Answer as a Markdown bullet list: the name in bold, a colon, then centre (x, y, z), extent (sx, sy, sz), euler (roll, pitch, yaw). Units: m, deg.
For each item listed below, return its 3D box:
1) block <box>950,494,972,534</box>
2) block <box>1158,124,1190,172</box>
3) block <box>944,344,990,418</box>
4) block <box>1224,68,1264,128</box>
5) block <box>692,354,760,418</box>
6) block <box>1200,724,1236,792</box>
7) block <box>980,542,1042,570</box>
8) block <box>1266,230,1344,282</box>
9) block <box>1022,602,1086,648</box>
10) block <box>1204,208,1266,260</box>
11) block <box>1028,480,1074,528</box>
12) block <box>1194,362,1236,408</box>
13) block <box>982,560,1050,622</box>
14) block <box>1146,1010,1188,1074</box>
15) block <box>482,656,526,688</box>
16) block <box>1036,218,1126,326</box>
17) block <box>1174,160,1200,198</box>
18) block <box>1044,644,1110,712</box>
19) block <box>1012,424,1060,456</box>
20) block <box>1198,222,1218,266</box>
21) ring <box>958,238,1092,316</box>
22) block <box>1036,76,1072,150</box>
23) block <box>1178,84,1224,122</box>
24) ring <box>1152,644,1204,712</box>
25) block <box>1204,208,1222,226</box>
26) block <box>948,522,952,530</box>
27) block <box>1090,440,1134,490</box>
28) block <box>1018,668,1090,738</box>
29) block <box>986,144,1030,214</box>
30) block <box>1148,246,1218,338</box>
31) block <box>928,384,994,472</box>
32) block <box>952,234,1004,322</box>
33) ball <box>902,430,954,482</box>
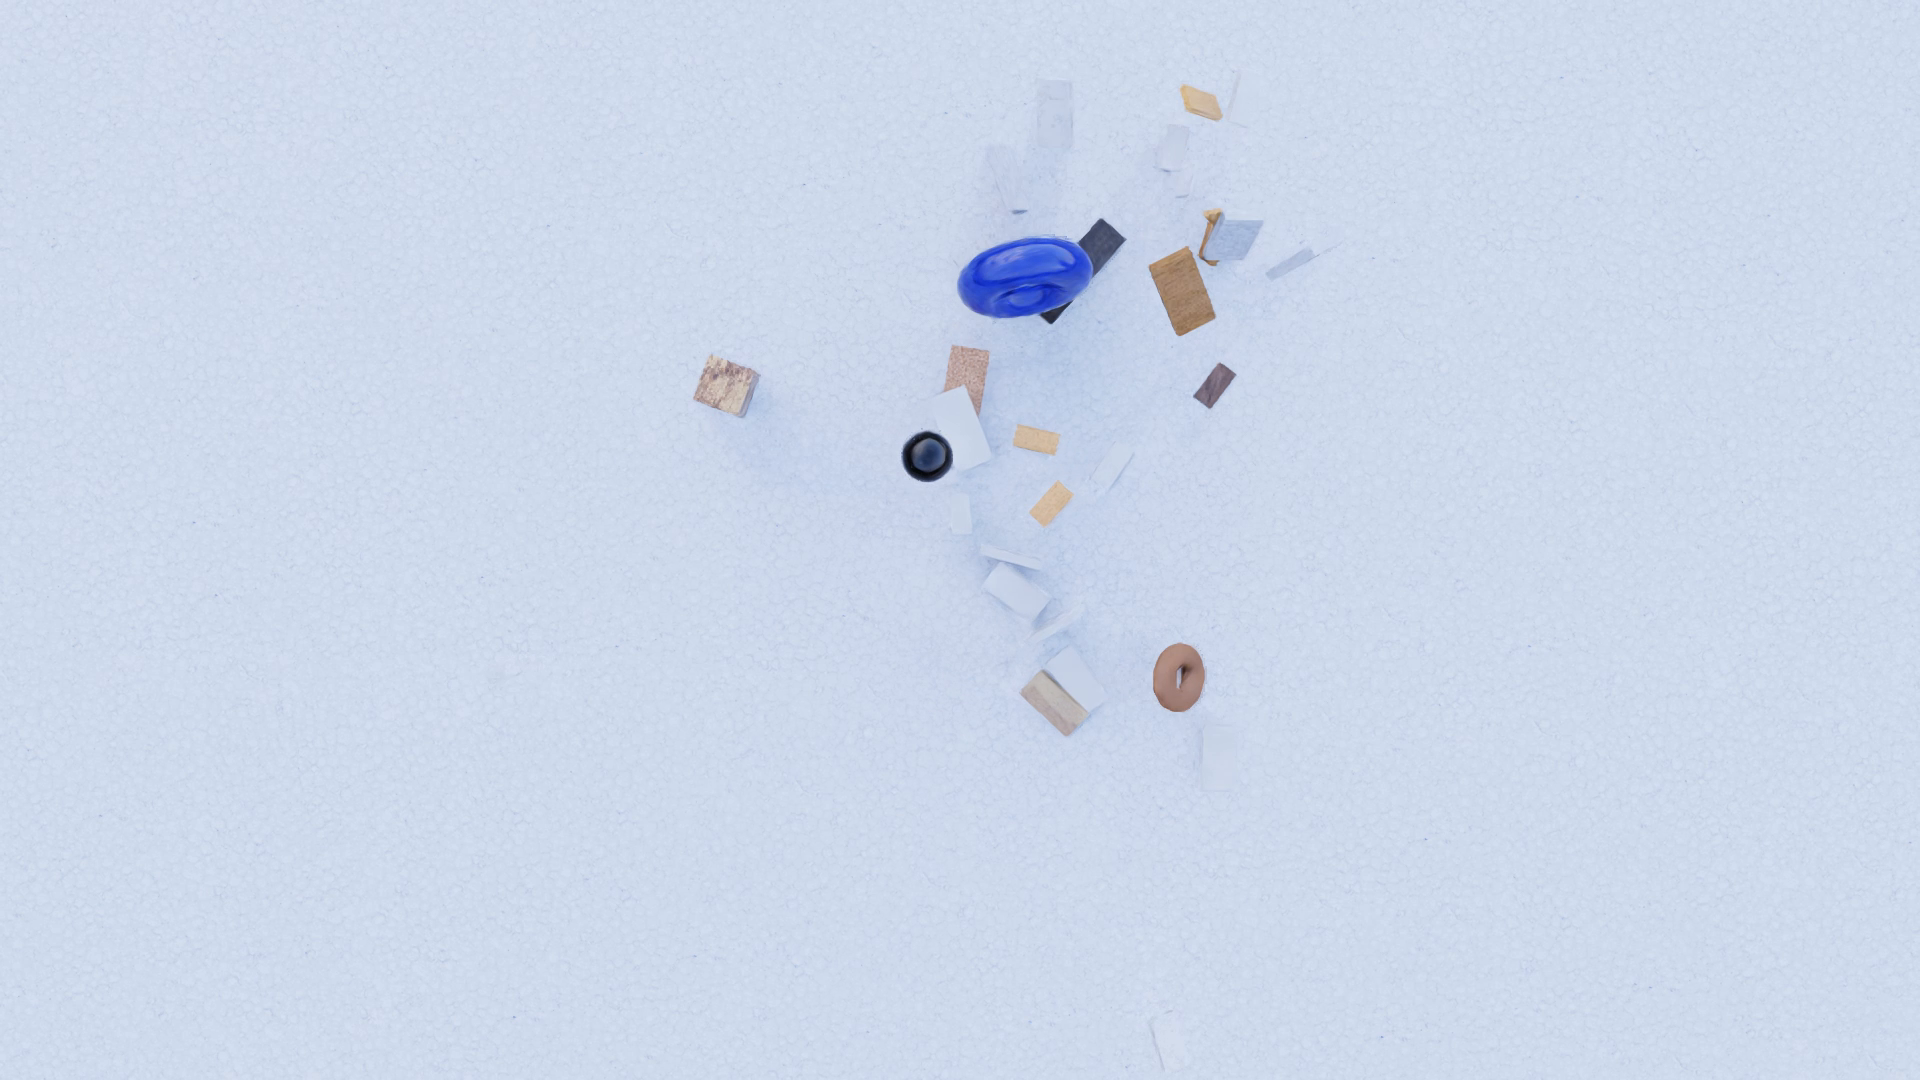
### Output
- **block**: centre (0.002, -0.084, 5.363), extent (0.064, 0.018, 0.128), euler (-5, 90, 0)
- **block**: centre (0.711, -1.302, 5.476), extent (0.073, 0.021, 0.147), euler (11, 101, -2)
- **block**: centre (0.014, -0.507, 5.482), extent (0.130, 0.037, 0.261), euler (10, 90, 0)
- **block**: centre (0.887, -1.380, 5.148), extent (0.082, 0.023, 0.164), euler (11, 100, -30)
- **block**: centre (-0.766, -0.503, 5.422), extent (0.156, 0.156, 0.156), euler (20, 90, 0)
- **block**: centre (0.858, 0.722, 5.485), extent (0.108, 0.031, 0.216), euler (3, 90, 0)
- **block**: centre (0.168, 0.054, 5.447), extent (0.207, 0.104, 0.029), euler (15, 95, 0)
- **block**: centre (1.092, -0.900, 5.232), extent (0.131, 0.261, 0.037), euler (-30, 92, -23)
- **block**: centre (0.308, 0.278, 5.397), extent (0.207, 0.104, 0.029), euler (-32, 96, 35)
- **block**: centre (0.869, -0.967, 5.233), extent (0.131, 0.267, 0.037), euler (0, 72, -6)
- **block**: centre (0.303, -0.120, 5.490), extent (0.073, 0.021, 0.147), euler (42, 90, 0)
- **block**: centre (0.848, -0.514, 5.490), extent (0.072, 0.020, 0.143), euler (37, 90, 0)
- **block**: centre (0.187, 0.172, 5.479), extent (0.207, 0.029, 0.104), euler (37, 98, 0)
- **block**: centre (0.618, 1.494, 4.906), extent (0.082, 0.023, 0.164), euler (-17, 92, -25)
- **block**: centre (-1.409, 0.407, 5.099), extent (0.114, 0.016, 0.057), euler (-28, 65, -27)
- **block**: centre (0.385, -0.892, 5.484), extent (0.112, 0.032, 0.376), euler (41, 90, 0)
- **block**: centre (0.705, -1.122, 5.132), extent (0.016, 0.057, 0.114), euler (22, 79, -39)
- **block**: centre (0.388, 0.466, 5.485), extent (0.108, 0.031, 0.216), euler (-36, 90, 0)
- **block**: centre (0.254, -0.333, 5.490), extent (0.147, 0.021, 0.073), euler (14, 90, 0)
- **block**: centre (0.837, -0.985, 5.456), extent (0.072, 0.020, 0.143), euler (27, 74, -31)
- **ring**: centre (0.204, -0.824, 5.198), extent (0.433, 0.433, 0.144), euler (-10, 79, 0)
- **block**: centre (0.305, -1.379, 5.324), extent (0.112, 0.032, 0.224), euler (10, 126, 19)
- **block**: centre (0.755, -1.367, 5.162), extent (0.023, 0.164, 0.082), euler (-28, 69, 41)
- **ring**: centre (0.711, 0.447, 5.357), extent (0.226, 0.075, 0.226), euler (-3, 94, -44)
- **block**: centre (0.841, -1.009, 5.261), extent (0.057, 0.264, 0.016), euler (-8, 81, 23)
- **block**: centre (-0.004, -0.044, 5.436), extent (0.064, 0.128, 0.018), euler (4, 88, 0)
- **block**: centre (0.506, -0.250, 5.490), extent (0.072, 0.020, 0.153), euler (35, 90, 0)
- **block**: centre (0.312, 0.540, 5.467), extent (0.216, 0.031, 0.108), euler (43, 104, 3)
- **block**: centre (0.159, -1.191, 5.443), extent (0.032, 0.112, 0.224), euler (-18, 90, 30)
- **block**: centre (0.666, -0.741, 4.930), extent (0.131, 0.037, 0.261), euler (-27, 131, 5)
- **block**: centre (0.003, -0.368, 5.446), extent (0.131, 0.037, 0.261), euler (-21, 98, 5)
- **block**: centre (0.098, -0.866, 5.482), extent (0.130, 0.037, 0.261), euler (-32, 90, 0)
- **ball**: centre (-0.097, -0.248, 4.906), extent (0.155, 0.155, 0.155), euler (0, 90, 0)
